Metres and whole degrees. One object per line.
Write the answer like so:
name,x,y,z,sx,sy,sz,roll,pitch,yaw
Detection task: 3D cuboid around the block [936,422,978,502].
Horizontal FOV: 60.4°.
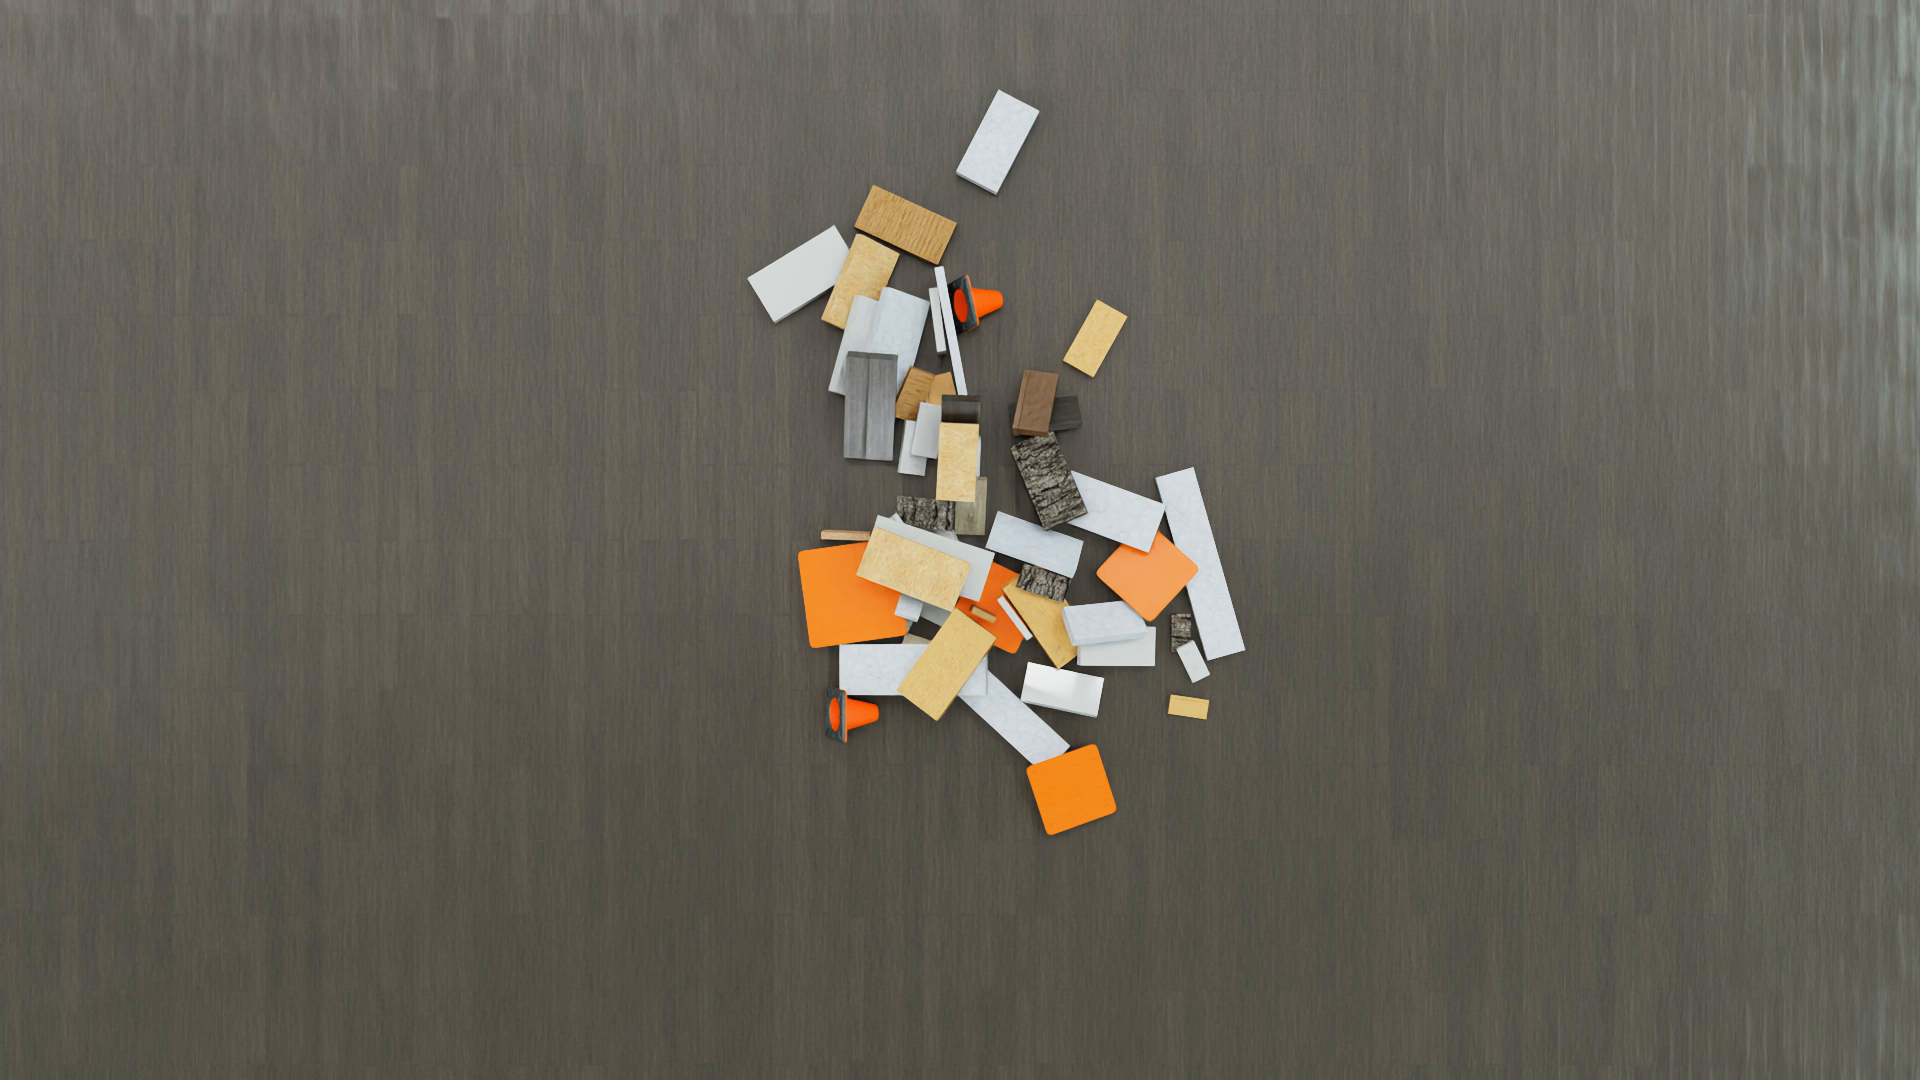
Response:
block,-0.009,-0.254,5.359,0.126,0.036,0.252,3,99,0

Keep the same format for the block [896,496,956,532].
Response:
block,-0.117,-0.088,5.450,0.199,0.028,0.099,6,88,21

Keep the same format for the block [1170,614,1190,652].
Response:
block,0.735,0.309,5.491,0.064,0.018,0.128,0,90,0

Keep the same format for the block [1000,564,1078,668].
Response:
block,0.289,0.248,5.442,0.151,0.043,0.329,-36,100,-6

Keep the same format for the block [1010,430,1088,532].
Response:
block,0.294,-0.198,5.445,0.151,0.043,0.302,-24,81,9

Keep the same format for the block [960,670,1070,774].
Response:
block,0.166,0.587,5.482,0.423,0.036,0.128,43,90,0

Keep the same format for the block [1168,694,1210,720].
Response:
block,0.760,0.555,5.491,0.128,0.018,0.064,9,90,0

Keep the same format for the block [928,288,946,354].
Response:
block,-0.074,-0.722,5.448,0.029,0.104,0.208,-7,90,0

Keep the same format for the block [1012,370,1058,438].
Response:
block,0.249,-0.449,5.425,0.115,0.033,0.230,8,62,8

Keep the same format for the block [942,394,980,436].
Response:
block,0.001,-0.362,5.405,0.126,0.036,0.252,2,131,0

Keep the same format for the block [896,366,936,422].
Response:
block,-0.158,-0.480,5.445,0.087,0.025,0.175,17,110,-24

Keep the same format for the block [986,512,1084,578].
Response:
block,0.246,0.014,5.428,0.301,0.151,0.043,19,129,0

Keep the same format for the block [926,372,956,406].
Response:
block,-0.056,-0.445,5.485,0.104,0.029,0.208,-14,90,0

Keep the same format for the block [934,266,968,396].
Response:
block,-0.024,-0.648,5.430,0.029,0.104,0.496,-11,94,0

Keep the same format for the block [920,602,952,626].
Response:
block,-0.090,0.232,5.490,0.146,0.021,0.073,26,90,0

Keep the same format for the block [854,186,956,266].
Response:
block,-0.180,-1.043,5.478,0.304,0.043,0.152,25,90,0

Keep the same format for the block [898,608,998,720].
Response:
block,-0.040,0.403,5.361,0.166,0.047,0.332,36,93,10

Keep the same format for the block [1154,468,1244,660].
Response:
block,0.797,0.079,5.482,0.129,0.036,0.629,-16,90,0

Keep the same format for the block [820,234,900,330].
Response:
block,-0.328,-0.836,5.441,0.152,0.043,0.304,23,90,-32

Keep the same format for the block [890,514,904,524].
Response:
block,-0.195,-0.003,5.464,0.080,0.023,0.159,-34,92,38

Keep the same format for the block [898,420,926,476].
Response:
block,-0.151,-0.305,5.470,0.087,0.025,0.175,7,92,-19

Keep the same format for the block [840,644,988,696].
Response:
block,-0.153,0.426,5.429,0.488,0.047,0.166,-1,87,10

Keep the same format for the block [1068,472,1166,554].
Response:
block,0.497,-0.093,5.452,0.332,0.047,0.166,21,90,9

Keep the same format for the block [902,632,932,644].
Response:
block,-0.076,0.406,5.458,0.257,0.036,0.128,18,90,11

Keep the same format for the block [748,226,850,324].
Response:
block,-0.515,-0.881,5.476,0.337,0.048,0.168,-31,90,0

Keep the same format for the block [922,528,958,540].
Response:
block,-0.055,0.016,5.472,0.099,0.028,0.199,-25,90,16

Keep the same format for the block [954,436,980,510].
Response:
block,0.002,-0.220,5.433,0.126,0.036,0.252,2,114,0

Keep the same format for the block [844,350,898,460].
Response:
block,-0.292,-0.435,5.388,0.163,0.046,0.364,4,121,0

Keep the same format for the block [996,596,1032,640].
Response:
block,0.178,0.254,5.413,0.023,0.082,0.164,-37,91,-1

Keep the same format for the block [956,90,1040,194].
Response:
block,0.125,-1.320,5.478,0.152,0.043,0.304,27,90,0

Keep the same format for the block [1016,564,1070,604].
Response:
block,0.273,0.142,5.397,0.164,0.023,0.082,19,91,-12

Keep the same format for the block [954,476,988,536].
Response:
block,0.036,-0.113,5.443,0.099,0.028,0.199,2,116,0

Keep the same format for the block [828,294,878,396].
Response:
block,-0.312,-0.626,5.436,0.163,0.046,0.326,15,90,-33

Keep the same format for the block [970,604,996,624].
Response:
block,0.074,0.240,5.369,0.082,0.164,0.023,26,90,-1

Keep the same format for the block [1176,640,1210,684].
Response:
block,0.774,0.404,5.479,0.064,0.018,0.128,-27,101,0

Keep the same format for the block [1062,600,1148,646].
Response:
block,0.474,0.270,5.412,0.257,0.036,0.129,-5,55,-18

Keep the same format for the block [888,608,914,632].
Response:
block,-0.174,0.226,5.470,0.073,0.021,0.146,26,93,12

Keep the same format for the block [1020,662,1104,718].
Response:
block,0.338,0.497,5.464,0.257,0.036,0.128,12,73,0

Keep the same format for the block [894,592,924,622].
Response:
block,-0.156,0.184,5.422,0.080,0.023,0.159,19,62,-4

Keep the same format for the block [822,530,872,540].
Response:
block,-0.376,-0.016,5.459,0.159,0.080,0.023,2,96,0

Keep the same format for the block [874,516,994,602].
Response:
block,-0.104,0.060,5.411,0.402,0.048,0.168,18,91,-4

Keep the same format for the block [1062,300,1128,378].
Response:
block,0.448,-0.669,5.484,0.115,0.033,0.230,29,90,0

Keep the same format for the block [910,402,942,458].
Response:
block,-0.105,-0.362,5.449,0.087,0.025,0.175,10,91,-12

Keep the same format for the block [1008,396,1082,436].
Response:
block,0.281,-0.411,5.451,0.230,0.033,0.115,-8,51,0

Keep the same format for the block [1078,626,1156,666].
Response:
block,0.517,0.350,5.453,0.257,0.036,0.129,1,90,-13

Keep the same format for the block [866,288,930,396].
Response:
block,-0.217,-0.651,5.436,0.163,0.046,0.326,15,90,-33

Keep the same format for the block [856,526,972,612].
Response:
block,-0.152,0.094,5.362,0.337,0.048,0.168,21,90,-4
